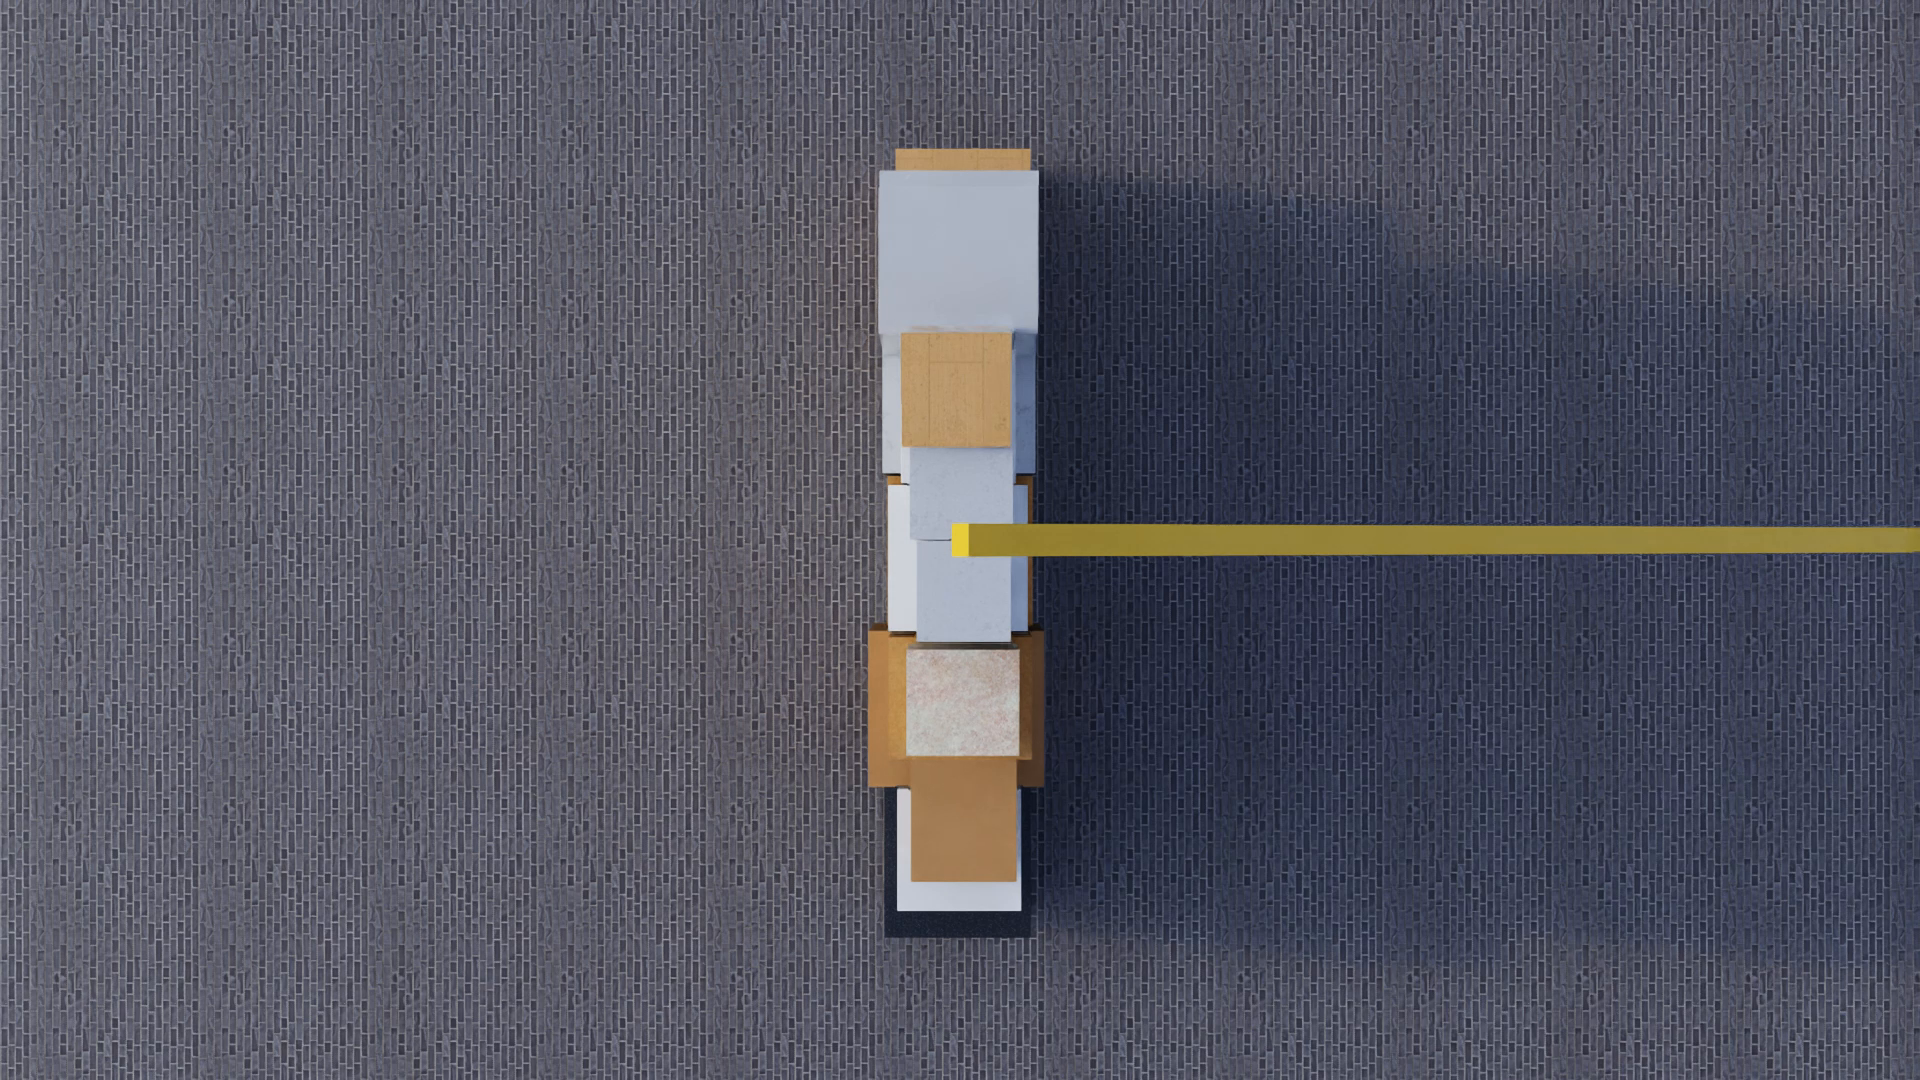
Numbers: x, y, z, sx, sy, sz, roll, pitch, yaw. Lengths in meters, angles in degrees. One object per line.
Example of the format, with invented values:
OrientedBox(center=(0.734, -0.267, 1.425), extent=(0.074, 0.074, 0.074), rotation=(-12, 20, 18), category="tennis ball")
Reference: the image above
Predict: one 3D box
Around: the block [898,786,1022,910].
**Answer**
OrientedBox(center=(-0.004, 1.604, 11.757), extent=(0.641, 0.764, 0.629), rotation=(0, 90, 0), category="block")

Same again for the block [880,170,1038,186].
OrientedBox(center=(-0.005, -1.525, 11.828), extent=(0.829, 0.771, 0.792), rotation=(0, 89, 0), category="block")

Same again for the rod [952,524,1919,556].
OrientedBox(center=(2.234, 0.000, 6.654), extent=(5.200, 0.080, 0.080), rotation=(0, 90, -31), category="rod")

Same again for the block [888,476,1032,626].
OrientedBox(center=(0.000, 0.058, 11.950), extent=(0.767, 0.723, 0.789), rotation=(0, 90, 0), category="block")

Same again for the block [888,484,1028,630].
OrientedBox(center=(-0.009, 0.089, 11.206), extent=(0.685, 0.764, 0.719), rotation=(0, 90, 0), category="block")

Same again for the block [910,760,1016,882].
OrientedBox(center=(0.019, 1.386, 11.110), extent=(0.523, 0.528, 0.604), rotation=(0, 90, 0), category="block")

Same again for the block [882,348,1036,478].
OrientedBox(center=(-0.006, -0.731, 11.801), extent=(0.792, 0.825, 0.769), rotation=(0, 90, 0), category="block")

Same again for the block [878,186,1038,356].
OrientedBox(center=(-0.008, -1.340, 11.058), extent=(0.774, 0.691, 0.723), rotation=(0, 86, 0), category="block")

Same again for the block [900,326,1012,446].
OrientedBox(center=(-0.018, -0.738, 10.481), extent=(0.512, 0.492, 0.531), rotation=(0, 99, 0), category="block")

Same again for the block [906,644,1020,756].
OrientedBox(center=(0.014, 0.764, 10.603), extent=(0.532, 0.485, 0.502), rotation=(0, 91, 0), category="block")

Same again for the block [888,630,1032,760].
OrientedBox(center=(0.002, 0.776, 11.159), extent=(0.708, 0.628, 0.606), rotation=(0, 91, 0), category="block")

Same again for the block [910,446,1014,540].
OrientedBox(center=(0.007, -0.224, 10.575), extent=(0.486, 0.499, 0.443), rotation=(0, 90, 0), category="block")

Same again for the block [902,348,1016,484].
OrientedBox(center=(-0.008, -0.612, 11.125), extent=(0.565, 0.527, 0.663), rotation=(0, 90, 0), category="block")

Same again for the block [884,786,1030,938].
OrientedBox(center=(-0.013, 1.738, 12.569), extent=(0.809, 0.861, 0.915), rotation=(0, 90, 0), category="block")

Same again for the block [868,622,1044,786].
OrientedBox(center=(-0.019, 0.876, 11.895), extent=(0.917, 0.841, 0.815), rotation=(0, 91, 0), category="block")

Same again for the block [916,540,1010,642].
OrientedBox(center=(0.018, 0.241, 10.576), extent=(0.442, 0.497, 0.474), rotation=(0, 90, 0), category="block")

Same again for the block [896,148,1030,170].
OrientedBox(center=(0.016, -1.852, 12.671), extent=(0.758, 0.658, 0.687), rotation=(0, 90, 0), category="block")
